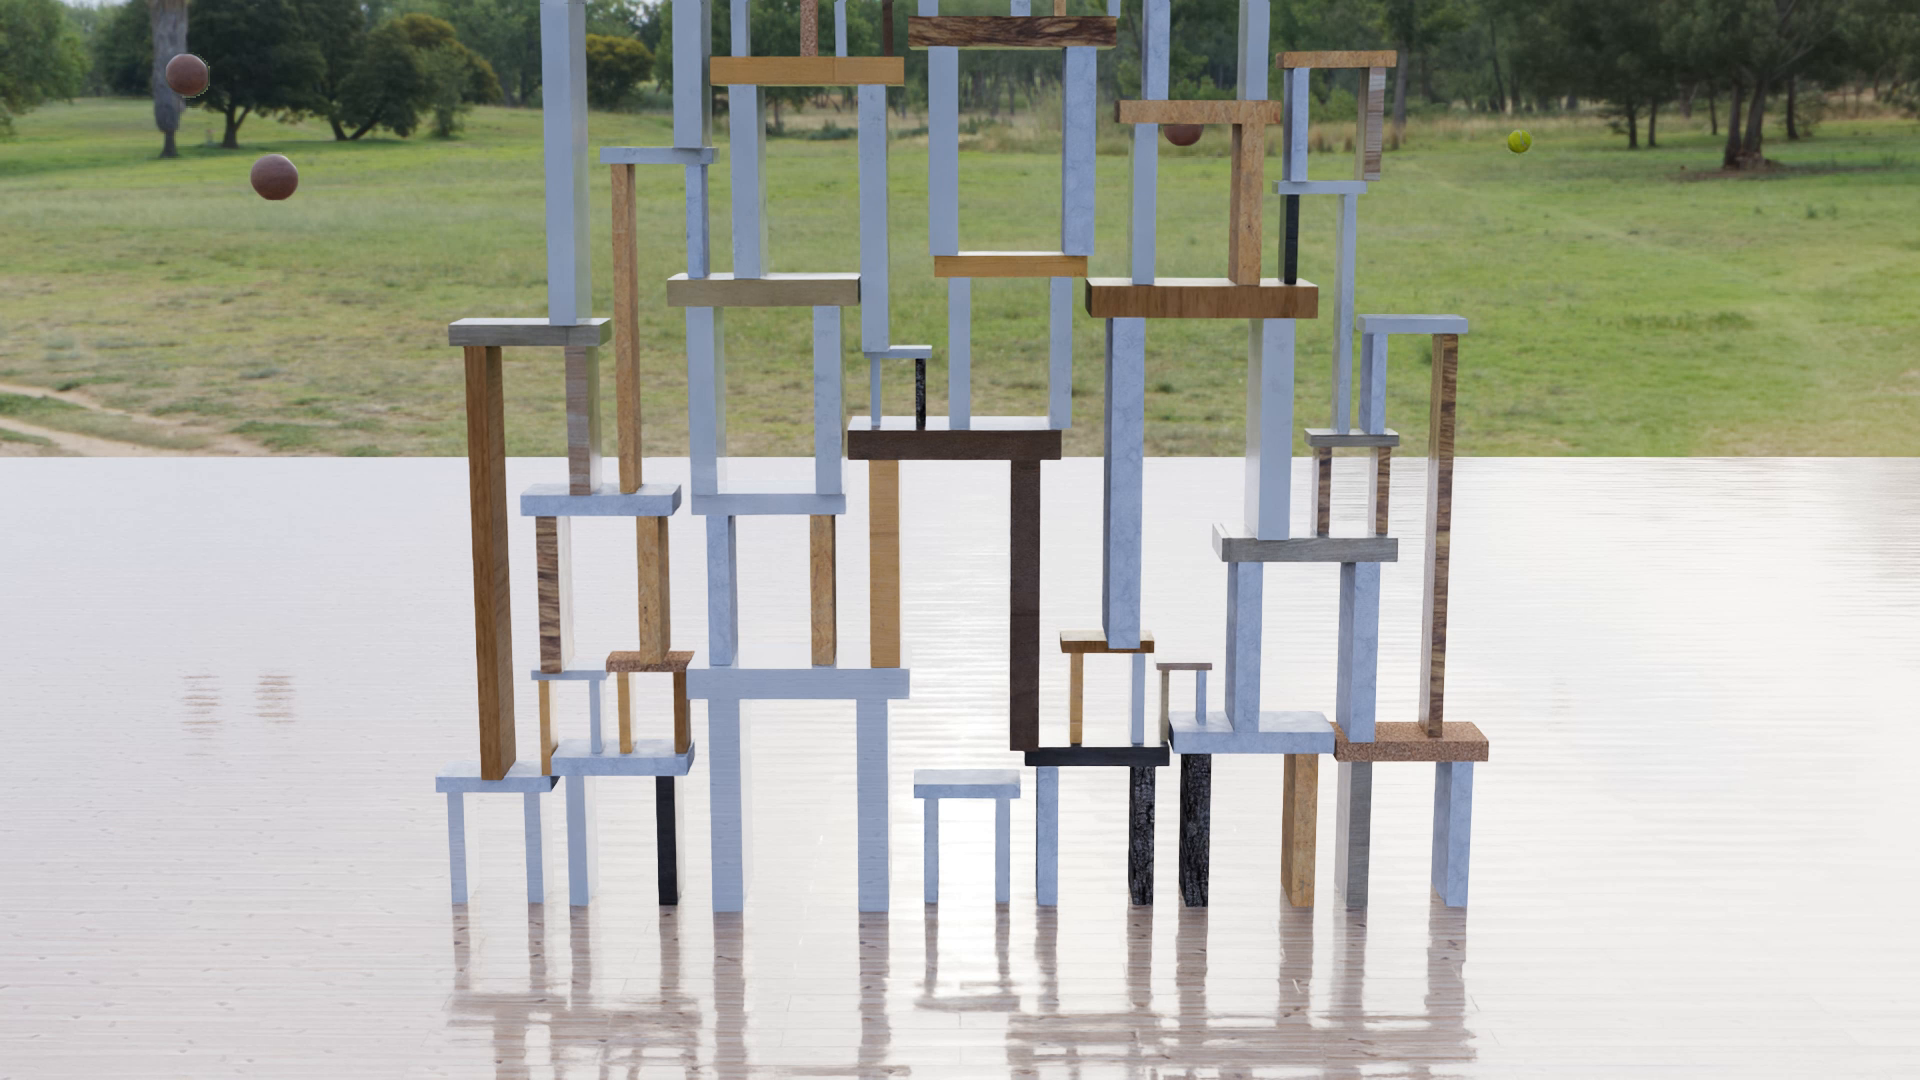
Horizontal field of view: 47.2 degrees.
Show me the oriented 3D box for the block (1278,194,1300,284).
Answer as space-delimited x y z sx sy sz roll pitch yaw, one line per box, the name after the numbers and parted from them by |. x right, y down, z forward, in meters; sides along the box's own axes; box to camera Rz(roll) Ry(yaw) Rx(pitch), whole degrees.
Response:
0.519 -0.477 3.472 0.020 0.139 0.069 0 11 0 | block

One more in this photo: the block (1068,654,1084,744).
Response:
0.190 0.250 3.611 0.021 0.150 0.075 0 11 0 | block

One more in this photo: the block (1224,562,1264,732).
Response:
0.463 0.160 3.590 0.040 0.280 0.140 0 11 0 | block

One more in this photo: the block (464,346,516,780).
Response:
-0.760 0.032 3.563 0.034 0.705 0.118 0 11 0 | block

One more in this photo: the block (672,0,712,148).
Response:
-0.415 -0.763 3.415 0.043 0.301 0.150 1 11 0 | block

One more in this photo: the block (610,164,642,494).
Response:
-0.530 -0.337 3.499 0.025 0.518 0.088 0 11 0 | block

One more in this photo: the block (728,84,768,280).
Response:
-0.331 -0.563 3.454 0.042 0.295 0.148 0 11 0 | block

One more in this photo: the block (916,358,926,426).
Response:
-0.063 -0.240 3.515 0.015 0.107 0.054 0 11 0 | block

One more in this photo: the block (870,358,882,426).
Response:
-0.134 -0.240 3.516 0.015 0.107 0.054 0 11 0 | block

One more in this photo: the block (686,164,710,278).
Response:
-0.414 -0.505 3.467 0.025 0.175 0.088 0 11 0 | block

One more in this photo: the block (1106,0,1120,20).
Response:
0.237 -0.869 3.396 0.018 0.125 0.063 0 11 0 | block

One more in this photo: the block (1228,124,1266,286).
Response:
0.450 -0.529 3.456 0.035 0.247 0.123 0 11 0 | block

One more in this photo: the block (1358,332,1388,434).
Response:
0.660 -0.254 3.515 0.023 0.161 0.081 0 10 -3 | block

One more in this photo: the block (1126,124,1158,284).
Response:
0.285 -0.530 3.455 0.035 0.247 0.123 0 11 0 | block

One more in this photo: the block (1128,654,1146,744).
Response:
0.290 0.251 3.611 0.021 0.150 0.075 0 11 0 | block

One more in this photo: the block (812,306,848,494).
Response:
-0.207 -0.231 3.512 0.042 0.296 0.148 0 11 0 | block

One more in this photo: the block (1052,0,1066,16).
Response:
0.154 -0.869 3.396 0.018 0.125 0.063 0 11 0 | block

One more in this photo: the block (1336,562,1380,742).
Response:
0.649 0.168 3.591 0.040 0.296 0.140 0 11 0 | block

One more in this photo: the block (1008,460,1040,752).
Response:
0.104 0.092 3.580 0.048 0.473 0.168 0 11 0 | block

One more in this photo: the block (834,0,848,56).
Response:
-0.184 -0.803 3.408 0.016 0.110 0.055 -1 11 0 | block

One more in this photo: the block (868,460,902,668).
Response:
-0.120 0.024 3.568 0.048 0.336 0.168 0 11 0 | block

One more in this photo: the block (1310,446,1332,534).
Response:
0.582 -0.085 3.543 0.020 0.140 0.070 0 11 0 | block

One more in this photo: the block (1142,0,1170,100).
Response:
0.303 -0.796 3.403 0.032 0.227 0.113 0 11 0 | block

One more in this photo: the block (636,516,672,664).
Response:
-0.497 0.070 3.576 0.034 0.241 0.121 0 11 1 | block

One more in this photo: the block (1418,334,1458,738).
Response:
0.773 -0.009 3.557 0.023 0.657 0.081 0 11 0 | block

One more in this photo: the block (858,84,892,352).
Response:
-0.134 -0.508 3.466 0.042 0.408 0.148 0 11 0 | block

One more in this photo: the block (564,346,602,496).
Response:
-0.602 -0.198 3.520 0.034 0.237 0.118 0 11 0 | block

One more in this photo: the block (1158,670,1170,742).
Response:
0.335 0.267 3.611 0.013 0.119 0.045 0 11 0 | block

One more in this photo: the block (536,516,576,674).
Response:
-0.658 0.078 3.578 0.034 0.258 0.121 0 11 0 | block

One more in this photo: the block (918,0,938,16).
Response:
-0.049 -0.913 3.394 0.030 0.212 0.106 0 11 0 | block

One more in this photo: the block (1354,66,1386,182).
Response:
0.640 -0.650 3.436 0.024 0.173 0.086 1 11 0 | block

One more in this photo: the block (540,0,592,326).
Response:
-0.616 -0.629 3.440 0.043 0.573 0.150 0 11 0 | block

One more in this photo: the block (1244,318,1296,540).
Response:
0.495 -0.188 3.523 0.050 0.350 0.175 0 11 0 | block

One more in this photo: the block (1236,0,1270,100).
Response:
0.455 -0.795 3.403 0.032 0.227 0.113 0 11 0 | block

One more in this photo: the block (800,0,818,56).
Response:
-0.233 -0.827 3.399 0.023 0.159 0.080 0 11 0 | block

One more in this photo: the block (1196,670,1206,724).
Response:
0.396 0.253 3.610 0.013 0.091 0.045 0 11 0 | block

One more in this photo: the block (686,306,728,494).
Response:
-0.404 -0.230 3.513 0.042 0.296 0.148 0 11 0 | block

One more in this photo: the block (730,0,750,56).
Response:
-0.339 -0.827 3.399 0.023 0.159 0.080 0 11 0 | block

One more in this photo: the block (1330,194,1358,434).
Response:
0.610 -0.360 3.495 0.020 0.378 0.069 0 11 0 | block

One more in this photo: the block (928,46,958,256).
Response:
-0.025 -0.610 3.451 0.045 0.316 0.158 0 11 0 | block

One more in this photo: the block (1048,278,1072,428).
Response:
0.158 -0.303 3.498 0.034 0.238 0.119 0 11 0 | block

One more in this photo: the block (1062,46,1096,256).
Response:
0.186 -0.610 3.450 0.045 0.316 0.158 0 11 0 | block

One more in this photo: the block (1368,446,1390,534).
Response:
0.675 -0.085 3.543 0.020 0.140 0.070 0 11 0 | block

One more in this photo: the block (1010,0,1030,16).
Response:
0.093 -0.913 3.394 0.030 0.212 0.106 0 11 0 | block

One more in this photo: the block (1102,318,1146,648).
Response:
0.262 -0.101 3.538 0.050 0.526 0.175 0 11 0 | block

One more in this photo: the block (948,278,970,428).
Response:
0.000 -0.303 3.499 0.034 0.238 0.119 0 11 0 | block

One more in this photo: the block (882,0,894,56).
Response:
-0.111 -0.803 3.409 0.016 0.110 0.055 -1 11 0 | block

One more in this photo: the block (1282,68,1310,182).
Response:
0.524 -0.649 3.436 0.024 0.173 0.086 -1 11 -1 | block
